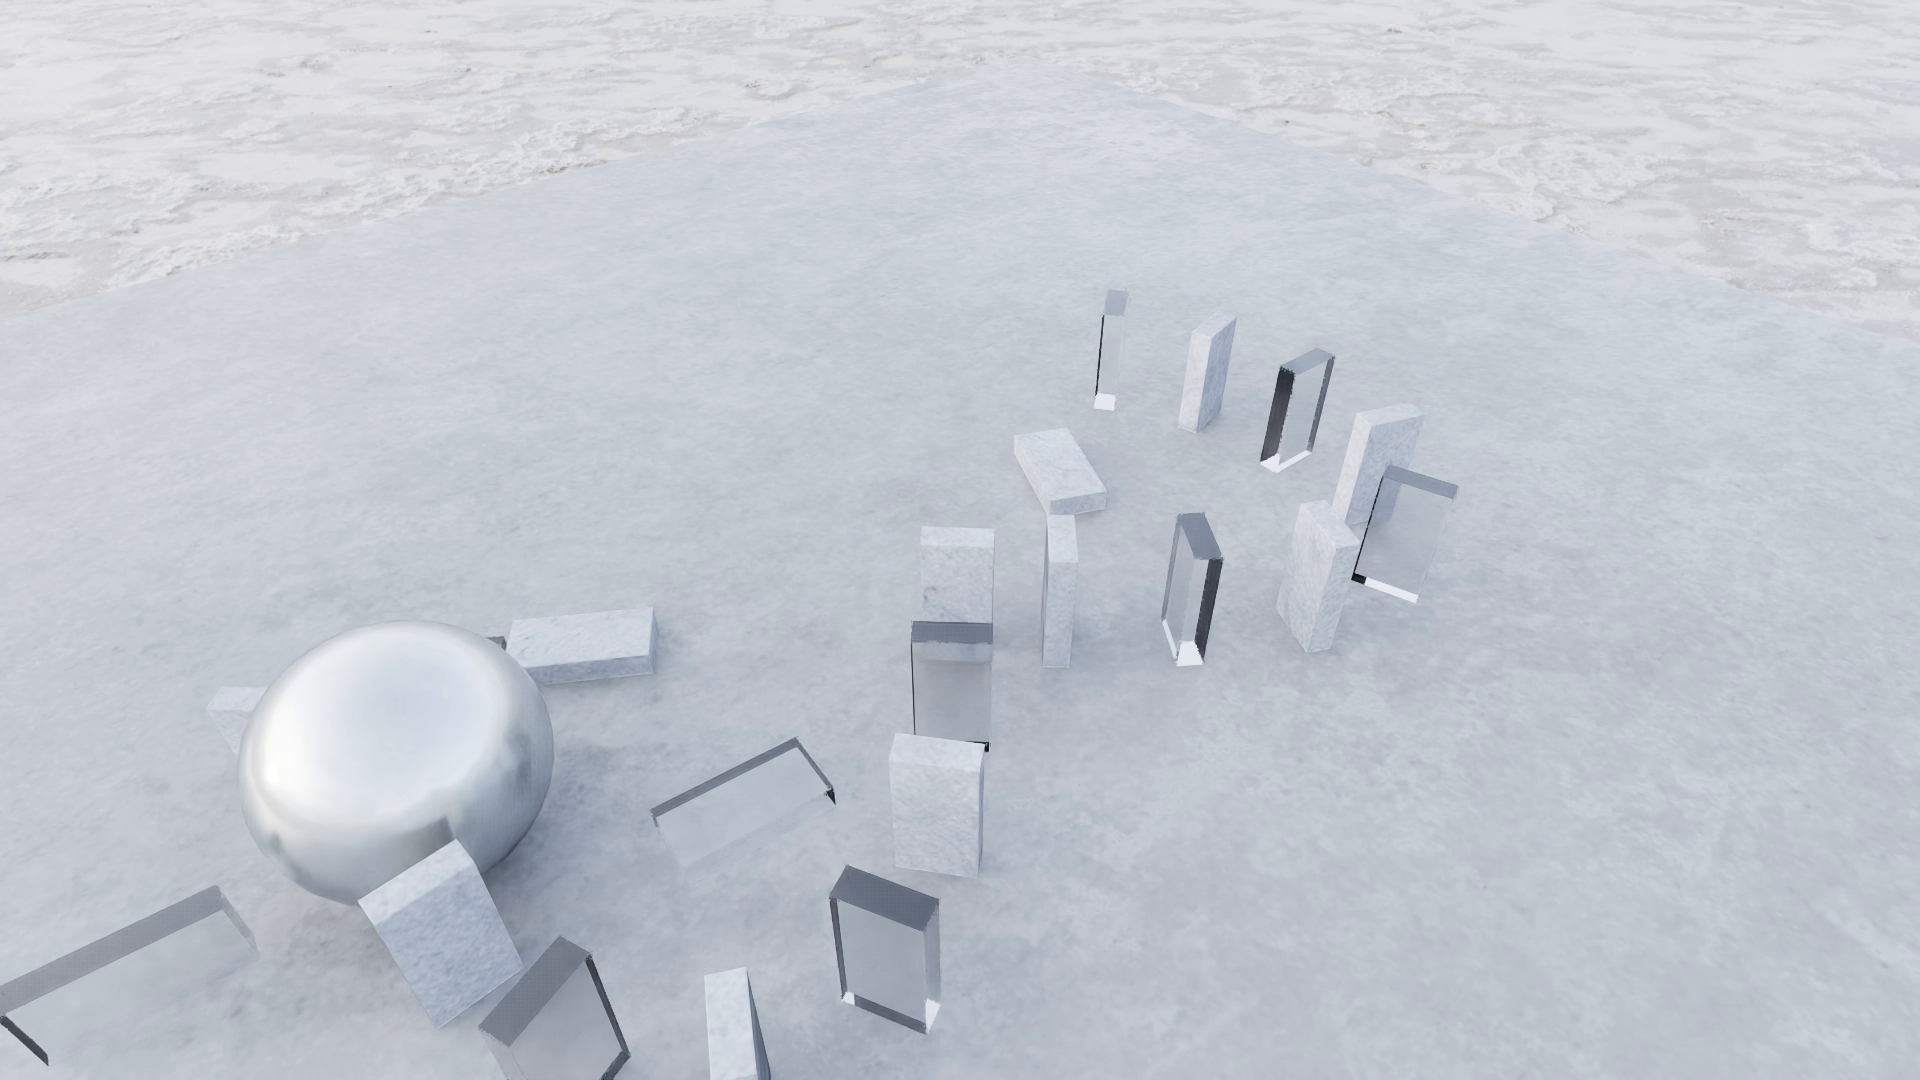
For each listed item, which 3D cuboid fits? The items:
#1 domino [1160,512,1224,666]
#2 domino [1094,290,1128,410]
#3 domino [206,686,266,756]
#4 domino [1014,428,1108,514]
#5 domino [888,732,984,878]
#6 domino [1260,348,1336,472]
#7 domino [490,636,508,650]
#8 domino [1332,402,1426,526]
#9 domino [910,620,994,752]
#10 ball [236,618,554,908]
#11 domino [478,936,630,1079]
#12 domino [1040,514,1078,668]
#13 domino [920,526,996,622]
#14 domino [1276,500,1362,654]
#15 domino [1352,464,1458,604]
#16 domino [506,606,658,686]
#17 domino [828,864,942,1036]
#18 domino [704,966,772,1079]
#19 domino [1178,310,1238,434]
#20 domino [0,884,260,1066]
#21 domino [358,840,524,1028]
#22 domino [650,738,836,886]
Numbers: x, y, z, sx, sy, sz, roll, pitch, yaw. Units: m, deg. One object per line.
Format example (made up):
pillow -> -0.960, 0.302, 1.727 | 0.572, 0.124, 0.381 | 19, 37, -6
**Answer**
domino -> 0.082, 0.018, 0.390 | 0.010, 0.050, 0.025 | -3, 39, -4
domino -> 0.072, -0.090, 0.521 | 0.010, 0.050, 0.025 | 8, 40, 9
domino -> -0.213, 0.060, 0.358 | 0.050, 0.025, 0.009 | 1, 39, 2
domino -> 0.043, -0.030, 0.480 | 0.025, 0.010, 0.050 | -10, 40, -12
domino -> -0.006, 0.077, 0.317 | 0.025, 0.050, 0.009 | 6, 40, 7
domino -> 0.147, -0.056, 0.480 | 0.025, 0.050, 0.010 | -27, 46, -29
domino -> -0.186, 0.048, 0.385 | 0.050, 0.009, 0.025 | -5, 40, -6
domino -> 0.170, -0.030, 0.449 | 0.025, 0.050, 0.009 | -13, 41, -15
domino -> -0.002, 0.048, 0.353 | 0.025, 0.050, 0.009 | 2, 39, 2
ball -> -0.158, 0.062, 0.312 | 0.080, 0.080, 0.080 | 0, 39, 0
domino -> -0.096, 0.121, 0.264 | 0.009, 0.050, 0.025 | 19, 43, 21
domino -> 0.035, 0.018, 0.389 | 0.009, 0.050, 0.025 | 1, 39, 1
domino -> -0.001, 0.018, 0.389 | 0.025, 0.050, 0.009 | 2, 39, 3
domino -> 0.128, 0.013, 0.395 | 0.009, 0.050, 0.025 | -9, 40, -11
domino -> 0.167, -0.002, 0.414 | 0.025, 0.050, 0.009 | 22, 44, 25
domino -> -0.136, 0.038, 0.397 | 0.050, 0.009, 0.025 | -5, 40, -7
domino -> -0.018, 0.106, 0.282 | 0.025, 0.050, 0.010 | 15, 42, 17
domino -> -0.051, 0.126, 0.258 | 0.010, 0.050, 0.025 | -9, 40, -10
domino -> 0.114, -0.077, 0.505 | 0.009, 0.050, 0.025 | 26, 46, 28
domino -> -0.219, 0.115, 0.291 | 0.050, 0.025, 0.010 | -25, 46, -28
domino -> -0.133, 0.103, 0.286 | 0.009, 0.050, 0.025 | 32, 49, 33
domino -> -0.067, 0.083, 0.342 | 0.050, 0.009, 0.025 | -24, 45, -26
